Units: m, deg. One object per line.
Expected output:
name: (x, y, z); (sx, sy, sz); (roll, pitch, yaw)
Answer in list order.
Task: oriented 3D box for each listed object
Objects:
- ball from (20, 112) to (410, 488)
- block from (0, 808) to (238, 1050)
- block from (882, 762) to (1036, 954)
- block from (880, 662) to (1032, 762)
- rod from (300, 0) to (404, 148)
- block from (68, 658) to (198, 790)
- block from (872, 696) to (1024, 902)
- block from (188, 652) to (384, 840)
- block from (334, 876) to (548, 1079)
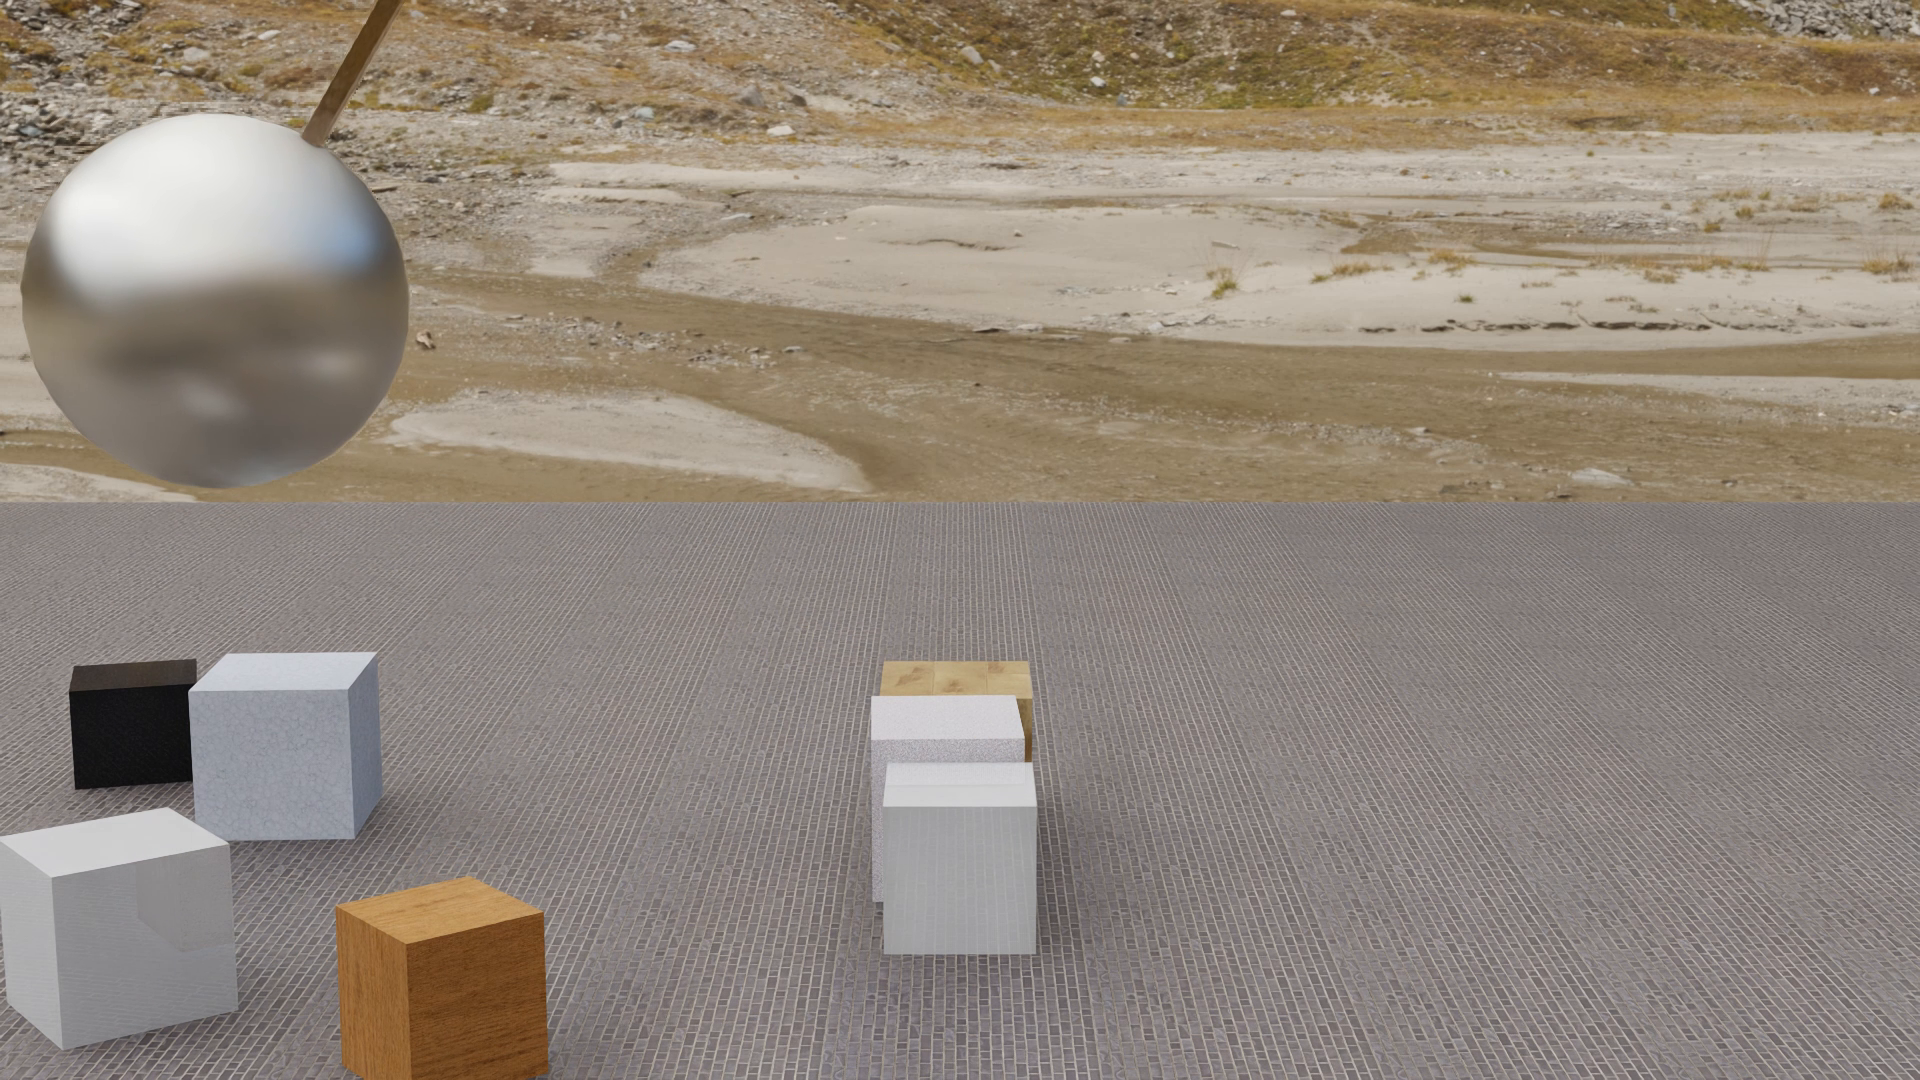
ball: (-3.174, -1.019, 10.995); (1.600, 1.600, 1.600); (0, 10, 0)
block: (-3.195, 1.456, 9.727); (0.667, 0.656, 0.622); (-8, 13, -37)
block: (-0.001, 1.310, 10.633); (0.615, 0.619, 0.666); (0, 10, 0)
block: (-0.019, 0.999, 12.104); (0.696, 0.703, 0.751); (0, 10, 0)
rod: (-1.375, -3.858, 10.479); (0.080, 5.200, 0.080); (32, 9, -5)
block: (-4.186, 0.929, 13.054); (0.605, 0.501, 0.575); (-3, 11, -16)
block: (-0.063, 1.130, 11.342); (0.653, 0.719, 0.774); (0, 10, -2)
block: (-3.195, 0.972, 12.221); (0.725, 0.715, 0.770); (0, 10, -3)
block: (-1.840, 1.596, 9.115); (0.534, 0.598, 0.535); (-8, 13, -39)
